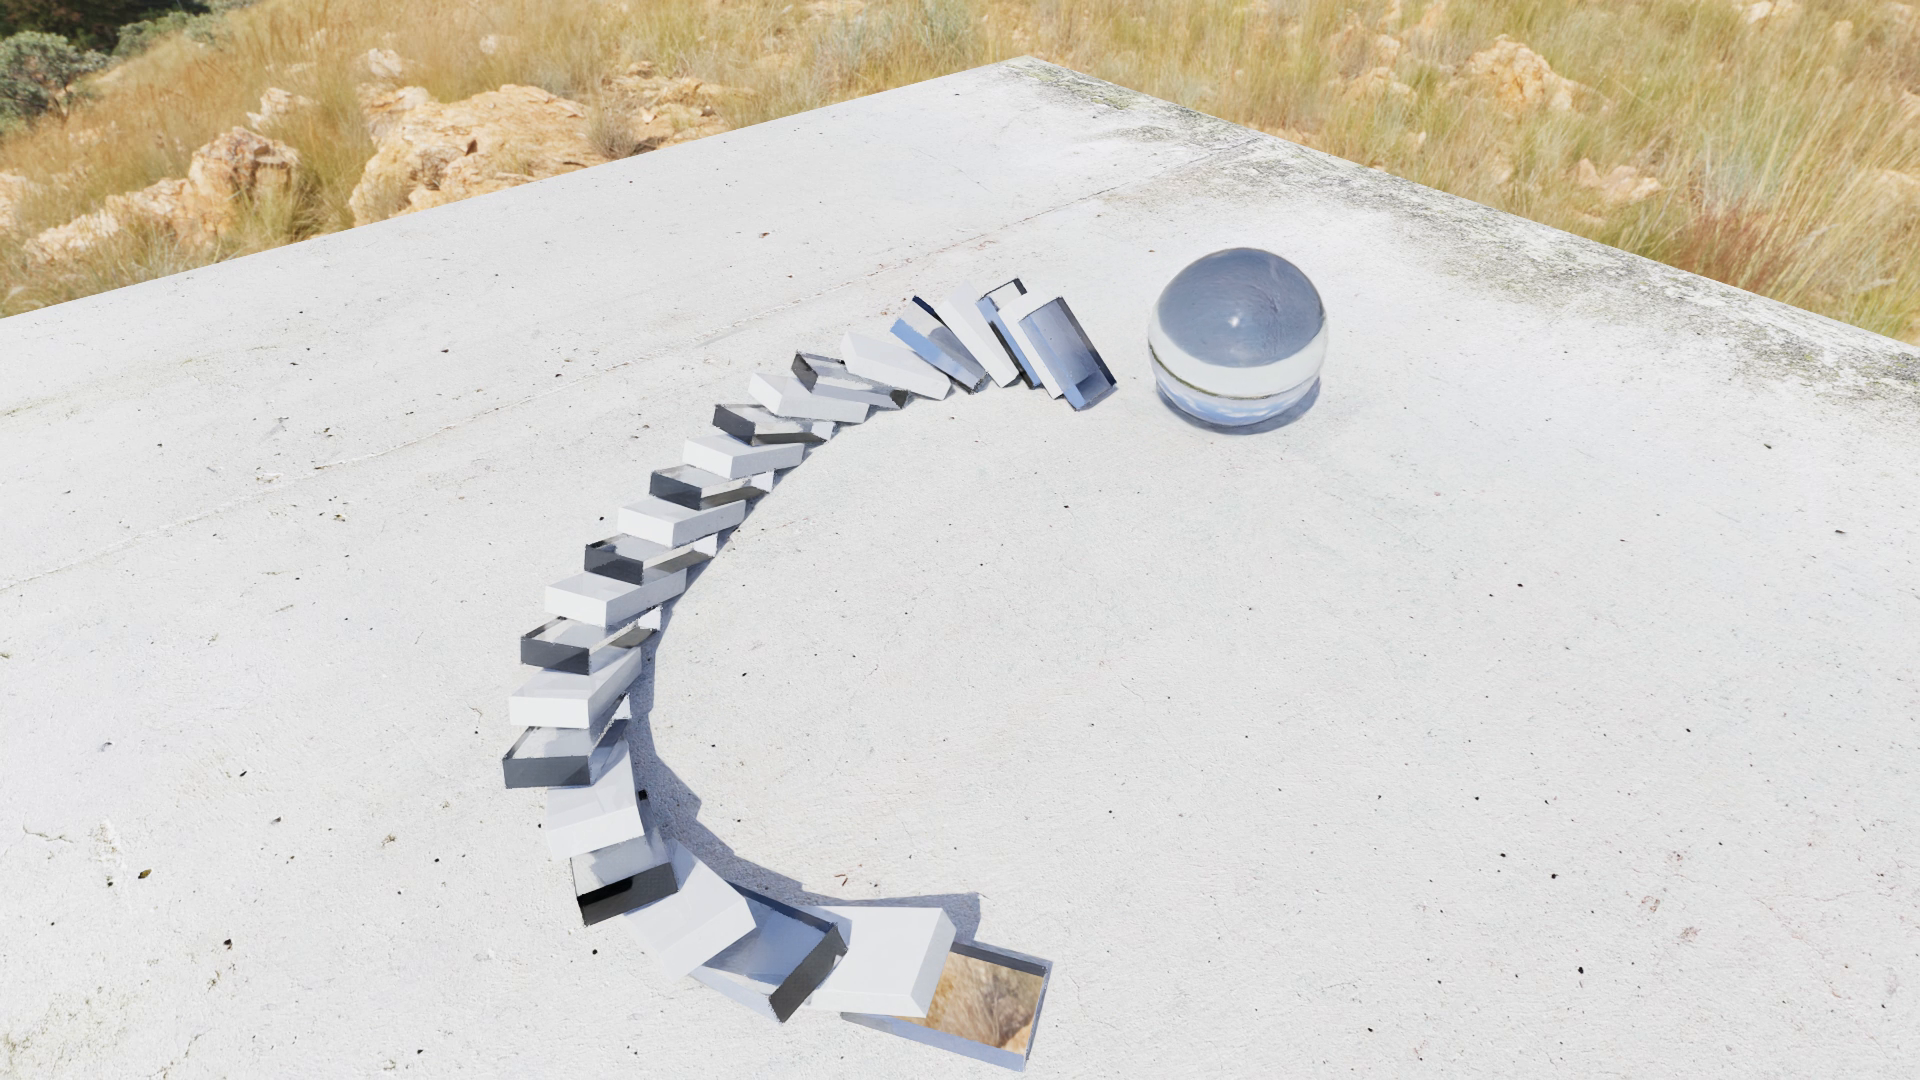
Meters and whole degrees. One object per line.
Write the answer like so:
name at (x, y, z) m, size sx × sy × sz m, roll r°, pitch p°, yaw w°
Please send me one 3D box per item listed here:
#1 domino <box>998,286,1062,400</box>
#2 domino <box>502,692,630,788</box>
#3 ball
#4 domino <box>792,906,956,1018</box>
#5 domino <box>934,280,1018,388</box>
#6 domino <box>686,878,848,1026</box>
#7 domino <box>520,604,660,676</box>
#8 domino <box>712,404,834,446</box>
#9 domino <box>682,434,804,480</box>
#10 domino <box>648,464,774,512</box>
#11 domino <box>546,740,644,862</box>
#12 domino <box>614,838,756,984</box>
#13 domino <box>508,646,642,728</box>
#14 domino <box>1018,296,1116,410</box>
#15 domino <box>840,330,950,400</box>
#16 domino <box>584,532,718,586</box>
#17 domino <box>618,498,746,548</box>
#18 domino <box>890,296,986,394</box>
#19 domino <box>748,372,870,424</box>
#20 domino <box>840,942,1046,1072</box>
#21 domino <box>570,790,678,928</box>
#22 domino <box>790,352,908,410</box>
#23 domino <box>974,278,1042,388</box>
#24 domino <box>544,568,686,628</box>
domino at (0.042, -0.096, 0.536) m, size 0.025 × 0.010 × 0.050 m, roll -36°, pitch 94°, yaw -35°
domino at (-0.124, 0.063, 0.350) m, size 0.025 × 0.009 × 0.050 m, roll -2°, pitch 14°, yaw -3°
ball at (0.126, -0.092, 0.500) m, size 0.080 × 0.080 × 0.080 m, roll 0°, pitch 39°, yaw 0°
domino at (-0.028, 0.111, 0.292) m, size 0.050 × 0.009 × 0.025 m, roll -10°, pitch 33°, yaw 29°
domino at (0.012, -0.102, 0.542) m, size 0.010 × 0.050 × 0.025 m, roll -30°, pitch 19°, yaw 40°
domino at (-0.057, 0.109, 0.295) m, size 0.050 × 0.010 × 0.025 m, roll 3°, pitch 33°, yaw 42°
domino at (-0.129, 0.033, 0.387) m, size 0.025 × 0.009 × 0.050 m, roll 8°, pitch 15°, yaw 10°
domino at (-0.083, -0.052, 0.491) m, size 0.025 × 0.009 × 0.050 m, roll 27°, pitch 21°, yaw 29°
domino at (-0.093, -0.038, 0.474) m, size 0.025 × 0.010 × 0.050 m, roll 20°, pitch 19°, yaw 23°
domino at (-0.102, -0.024, 0.457) m, size 0.025 × 0.009 × 0.050 m, roll 18°, pitch 18°, yaw 20°
domino at (-0.111, 0.078, 0.333) m, size 0.025 × 0.010 × 0.050 m, roll -14°, pitch 16°, yaw -16°
domino at (-0.079, 0.101, 0.304) m, size 0.025 × 0.009 × 0.050 m, roll -28°, pitch 21°, yaw -30°
domino at (-0.127, 0.048, 0.368) m, size 0.025 × 0.010 × 0.050 m, roll 2°, pitch 14°, yaw 2°
domino at (0.052, -0.090, 0.528) m, size 0.025 × 0.010 × 0.050 m, roll -36°, pitch 94°, yaw -35°
domino at (-0.031, -0.084, 0.529) m, size 0.050 × 0.010 × 0.025 m, roll 13°, pitch 33°, yaw -27°
domino at (-0.118, 0.004, 0.422) m, size 0.025 × 0.009 × 0.050 m, roll 14°, pitch 16°, yaw 16°
domino at (-0.110, -0.010, 0.440) m, size 0.025 × 0.010 × 0.050 m, roll 15°, pitch 17°, yaw 18°
domino at (-0.008, -0.096, 0.539) m, size 0.050 × 0.010 × 0.025 m, roll 37°, pitch 41°, yaw -11°
domino at (-0.069, -0.065, 0.506) m, size 0.050 × 0.010 × 0.025 m, roll 0°, pitch 30°, yaw -45°
domino at (-0.004, 0.122, 0.295) m, size 0.050 × 0.010 × 0.025 m, roll 11°, pitch 41°, yaw 13°
domino at (-0.099, 0.090, 0.317) m, size 0.025 × 0.009 × 0.050 m, roll -17°, pitch 17°, yaw -20°
domino at (-0.052, -0.075, 0.518) m, size 0.050 × 0.009 × 0.025 m, roll 5°, pitch 31°, yaw -38°
domino at (0.032, -0.102, 0.543) m, size 0.025 × 0.009 × 0.050 m, roll -35°, pitch 93°, yaw -35°
domino at (-0.126, 0.018, 0.405) m, size 0.025 × 0.009 × 0.050 m, roll 13°, pitch 16°, yaw 16°
